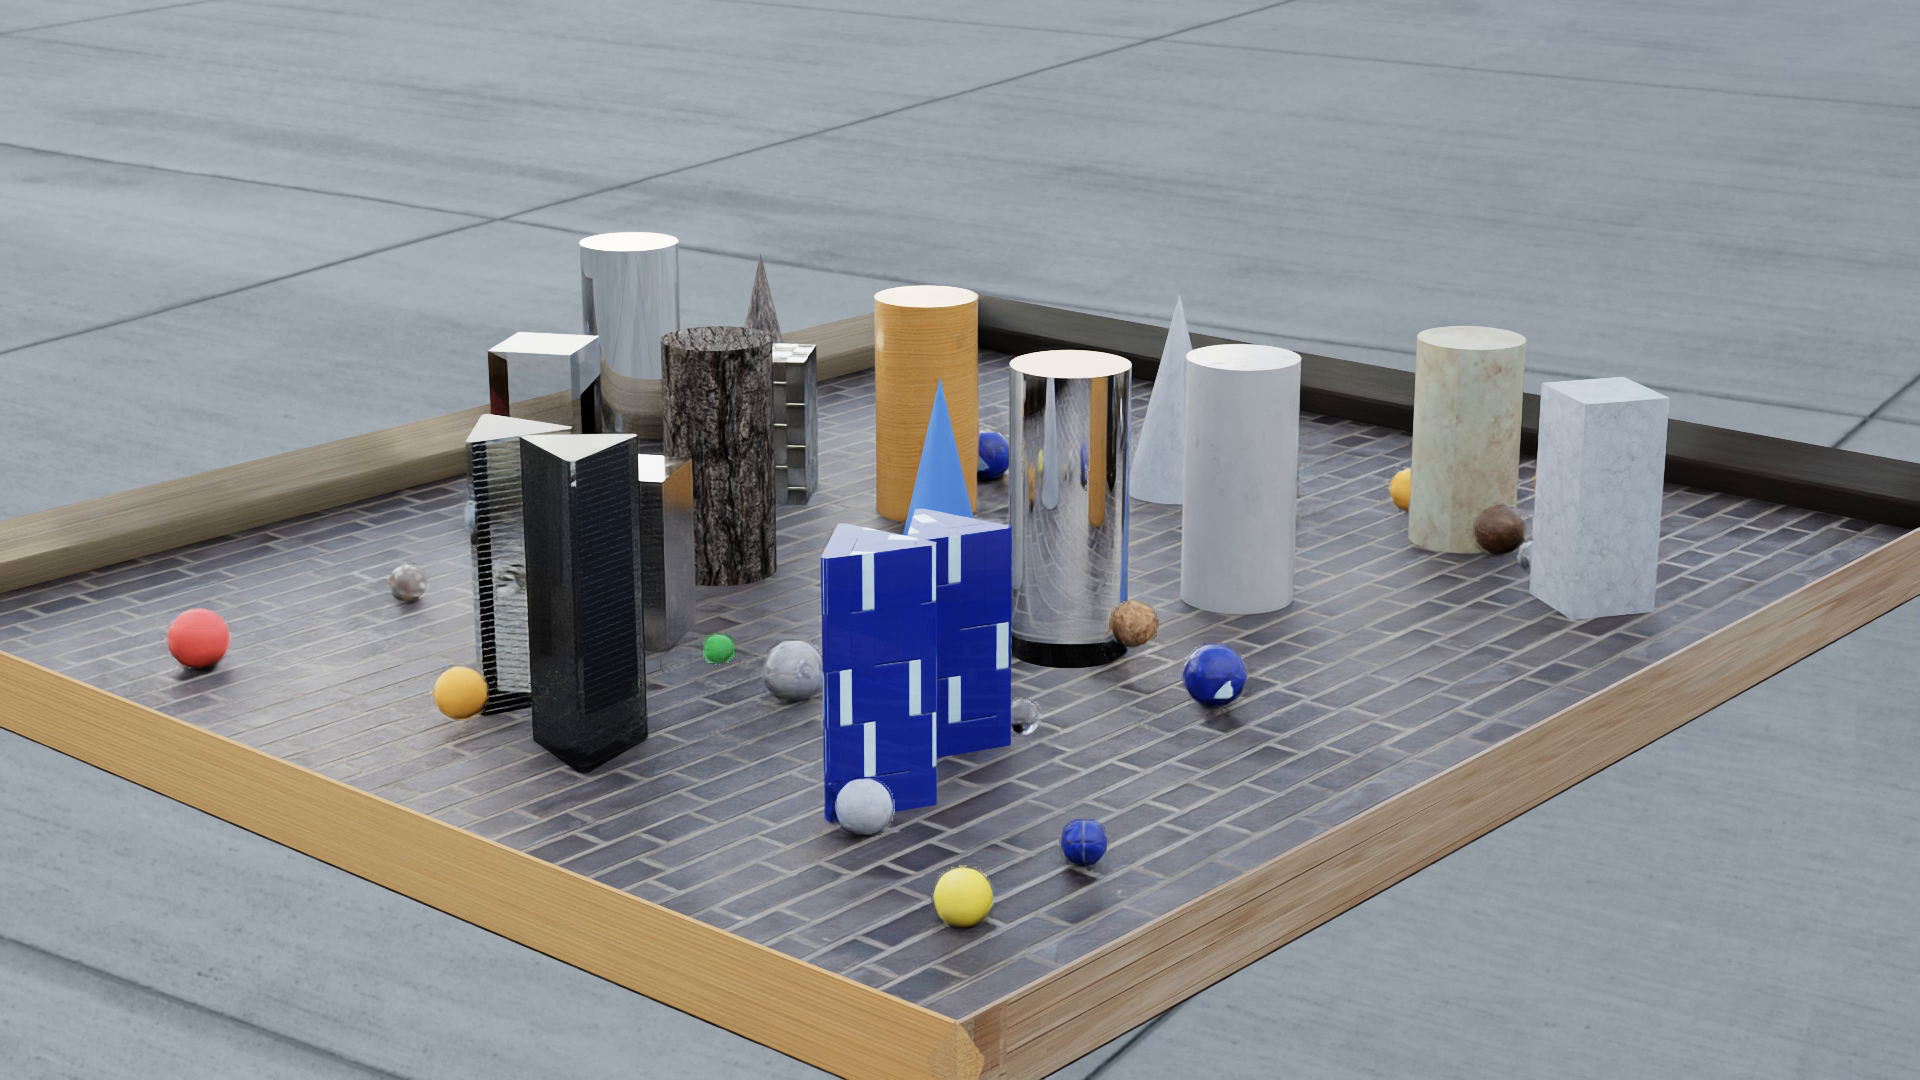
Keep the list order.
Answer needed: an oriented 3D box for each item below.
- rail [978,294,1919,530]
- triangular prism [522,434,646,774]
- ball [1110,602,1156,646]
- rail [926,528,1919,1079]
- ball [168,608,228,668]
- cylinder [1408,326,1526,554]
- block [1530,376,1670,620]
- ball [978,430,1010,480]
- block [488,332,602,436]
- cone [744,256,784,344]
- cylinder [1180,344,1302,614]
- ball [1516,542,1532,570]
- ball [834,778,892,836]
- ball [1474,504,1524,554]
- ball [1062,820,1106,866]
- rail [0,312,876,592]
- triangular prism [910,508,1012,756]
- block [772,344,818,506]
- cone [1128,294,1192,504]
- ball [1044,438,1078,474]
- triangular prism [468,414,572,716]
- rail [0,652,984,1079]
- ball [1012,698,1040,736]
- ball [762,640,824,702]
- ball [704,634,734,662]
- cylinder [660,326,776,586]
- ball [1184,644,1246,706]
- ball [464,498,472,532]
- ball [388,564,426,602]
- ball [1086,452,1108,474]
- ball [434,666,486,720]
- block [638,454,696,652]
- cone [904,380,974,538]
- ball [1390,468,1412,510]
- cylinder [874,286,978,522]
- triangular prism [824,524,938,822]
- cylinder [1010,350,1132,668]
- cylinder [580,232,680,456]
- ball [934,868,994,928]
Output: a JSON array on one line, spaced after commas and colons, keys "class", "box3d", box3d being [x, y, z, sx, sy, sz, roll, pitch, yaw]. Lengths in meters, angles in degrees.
[{"class": "rail", "box3d": [0.950, -0.284, 6.168, 2.548, 0.127, 0.045, 14, 22, 39]}, {"class": "triangular prism", "box3d": [-0.538, 0.084, 4.348, 0.147, 0.476, 0.170, -11, 20, -31]}, {"class": "ball", "box3d": [0.281, 0.136, 4.749, 0.073, 0.073, 0.073, 0, 17, 0]}, {"class": "rail", "box3d": [0.944, 0.269, 4.335, 0.045, 0.127, 2.945, 14, 22, 39]}, {"class": "ball", "box3d": [-1.235, 0.160, 4.753, 0.097, 0.097, 0.097, 0, 17, 0]}, {"class": "cylinder", "box3d": [0.934, -0.186, 5.407, 0.196, 0.382, 0.196, 0, 17, 0]}, {"class": "block", "box3d": [1.096, -0.073, 5.037, 0.157, 0.379, 0.157, -5, 17, -16]}, {"class": "ball", "box3d": [0.055, -0.170, 5.843, 0.098, 0.098, 0.098, 0, 17, 0]}, {"class": "block", "box3d": [-0.759, -0.181, 5.405, 0.157, 0.372, 0.157, 4, 17, 12]}, {"class": "cone", "box3d": [-0.403, -0.379, 5.980, 0.196, 0.420, 0.196, 0, 17, 0]}, {"class": "cylinder", "box3d": [0.483, -0.106, 5.060, 0.196, 0.429, 0.196, 0, 17, 0]}, {"class": "ball", "box3d": [1.026, 0.029, 5.263, 0.053, 0.053, 0.053, 0, 17, 0]}, {"class": "ball", "box3d": [-0.134, 0.371, 4.080, 0.080, 0.080, 0.080, 0, 17, 0]}, {"class": "ball", "box3d": [0.977, -0.019, 5.305, 0.090, 0.090, 0.090, 0, 17, 0]}, {"class": "ball", "box3d": [0.168, 0.411, 3.979, 0.062, 0.062, 0.062, 0, 17, 0]}, {"class": "rail", "box3d": [-0.944, -0.205, 5.905, 0.045, 0.127, 2.945, 14, 22, 39]}, {"class": "triangular prism", "box3d": [-0.031, 0.136, 4.407, 0.170, 0.342, 0.147, -8, 19, -25]}, {"class": "block", "box3d": [-0.367, -0.227, 5.715, 0.157, 0.283, 0.157, 2, 17, 6]}, {"class": "cone", "box3d": [0.424, -0.287, 5.717, 0.196, 0.396, 0.196, 0, 17, 0]}, {"class": "ball", "box3d": [0.201, -0.168, 5.863, 0.069, 0.069, 0.069, 0, 17, 0]}, {"class": "triangular prism", "box3d": [-0.706, 0.032, 4.586, 0.170, 0.439, 0.147, -10, 19, -29]}, {"class": "rail", "box3d": [-0.950, 0.348, 4.072, 2.548, 0.127, 0.045, 14, 22, 39]}, {"class": "ball", "box3d": [0.094, 0.269, 4.461, 0.056, 0.056, 0.056, 0, 17, 0]}, {"class": "ball", "box3d": [-0.261, 0.206, 4.598, 0.098, 0.098, 0.098, 0, 17, 0]}, {"class": "ball", "box3d": [-0.394, 0.177, 4.782, 0.047, 0.047, 0.047, 0, 17, 0]}, {"class": "cylinder", "box3d": [-0.428, -0.150, 5.212, 0.196, 0.426, 0.196, 0, 17, 0]}, {"class": "ball", "box3d": [0.398, 0.211, 4.580, 0.098, 0.098, 0.098, 0, 17, 0]}, {"class": "ball", "box3d": [-0.880, -0.046, 5.458, 0.085, 0.085, 0.085, 0, 17, 0]}, {"class": "ball", "box3d": [-0.959, 0.075, 5.090, 0.065, 0.065, 0.065, 0, 17, 0]}, {"class": "ball", "box3d": [0.275, -0.154, 5.883, 0.044, 0.044, 0.044, 0, 17, 0]}, {"class": "ball", "box3d": [-0.767, 0.235, 4.500, 0.081, 0.081, 0.081, 0, 17, 0]}, {"class": "block", "box3d": [-0.541, 0.019, 4.881, 0.157, 0.292, 0.157, 4, 17, 12]}, {"class": "cone", "box3d": [-0.033, -0.067, 4.932, 0.196, 0.427, 0.196, 0, 17, 0]}, {"class": "ball", "box3d": [0.866, -0.097, 5.629, 0.081, 0.081, 0.081, 0, 17, 0]}, {"class": "cylinder", "box3d": [-0.064, -0.260, 5.589, 0.196, 0.417, 0.196, 0, 17, 0]}, {"class": "triangular prism", "box3d": [-0.140, 0.182, 4.174, 0.170, 0.389, 0.147, -7, 18, -23]}, {"class": "cylinder", "box3d": [0.178, -0.052, 4.783, 0.196, 0.484, 0.196, 0, 17, 0]}, {"class": "cylinder", "box3d": [-0.661, -0.378, 5.917, 0.196, 0.454, 0.196, 0, 17, 0]}, {"class": "ball", "box3d": [0.004, 0.462, 3.786, 0.077, 0.077, 0.077, 0, 17, 0]}]
